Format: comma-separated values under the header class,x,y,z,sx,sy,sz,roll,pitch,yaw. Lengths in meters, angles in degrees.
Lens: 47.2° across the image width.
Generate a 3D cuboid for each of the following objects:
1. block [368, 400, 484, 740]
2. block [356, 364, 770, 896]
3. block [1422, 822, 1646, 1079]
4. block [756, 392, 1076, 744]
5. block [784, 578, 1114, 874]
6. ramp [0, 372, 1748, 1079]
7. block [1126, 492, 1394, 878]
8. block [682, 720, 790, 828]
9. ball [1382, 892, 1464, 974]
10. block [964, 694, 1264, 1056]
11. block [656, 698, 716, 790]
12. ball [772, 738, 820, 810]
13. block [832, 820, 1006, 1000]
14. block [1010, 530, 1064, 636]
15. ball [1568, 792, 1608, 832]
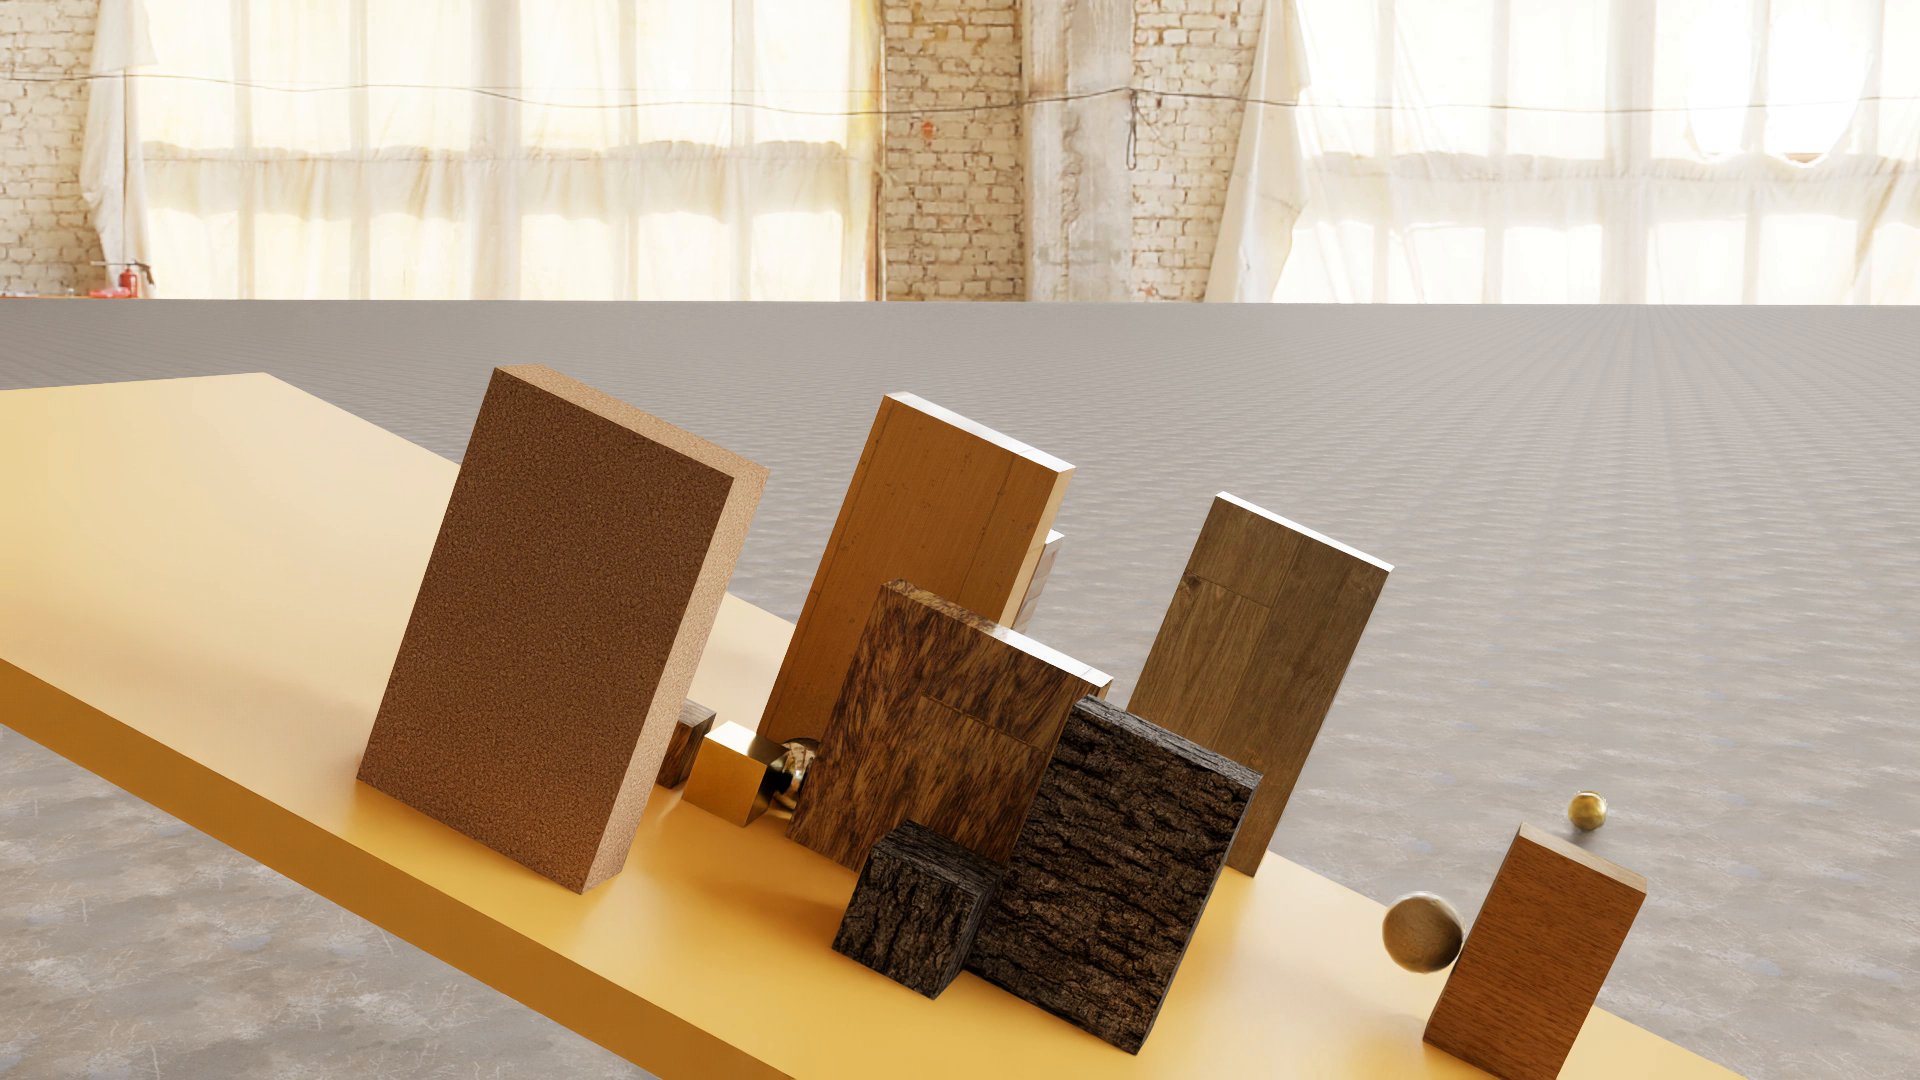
class,x,y,z,sx,sy,sz,roll,pitch,yaw
block,-0.728,0.106,3.651,0.300,0.630,0.137,25,13,13
block,-0.634,0.137,3.483,0.428,0.716,0.145,25,13,13
block,1.090,0.798,4.179,0.250,0.448,0.113,25,13,13
block,-0.101,0.151,4.154,0.359,0.778,0.124,25,13,13
block,-0.024,0.389,3.920,0.429,0.504,0.094,25,13,13
ramp,-0.307,0.544,4.195,4.000,0.100,2.000,25,13,13
block,0.600,0.312,4.740,0.396,0.731,0.086,25,13,13
block,-0.407,0.426,4.000,0.128,0.128,0.128,24,13,10
ball,0.905,0.769,4.300,0.158,0.158,0.158,0,7,0
block,0.254,0.558,3.681,0.322,0.502,0.107,25,13,13
block,-0.546,0.361,4.042,0.127,0.127,0.127,24,13,10
ball,-0.295,0.438,4.111,0.138,0.138,0.138,0,7,0
block,-0.065,0.610,3.653,0.190,0.190,0.190,24,13,13
block,-0.058,0.160,4.767,0.378,0.523,0.147,25,13,13
ball,2.091,0.907,7.328,0.127,0.127,0.127,0,7,0
